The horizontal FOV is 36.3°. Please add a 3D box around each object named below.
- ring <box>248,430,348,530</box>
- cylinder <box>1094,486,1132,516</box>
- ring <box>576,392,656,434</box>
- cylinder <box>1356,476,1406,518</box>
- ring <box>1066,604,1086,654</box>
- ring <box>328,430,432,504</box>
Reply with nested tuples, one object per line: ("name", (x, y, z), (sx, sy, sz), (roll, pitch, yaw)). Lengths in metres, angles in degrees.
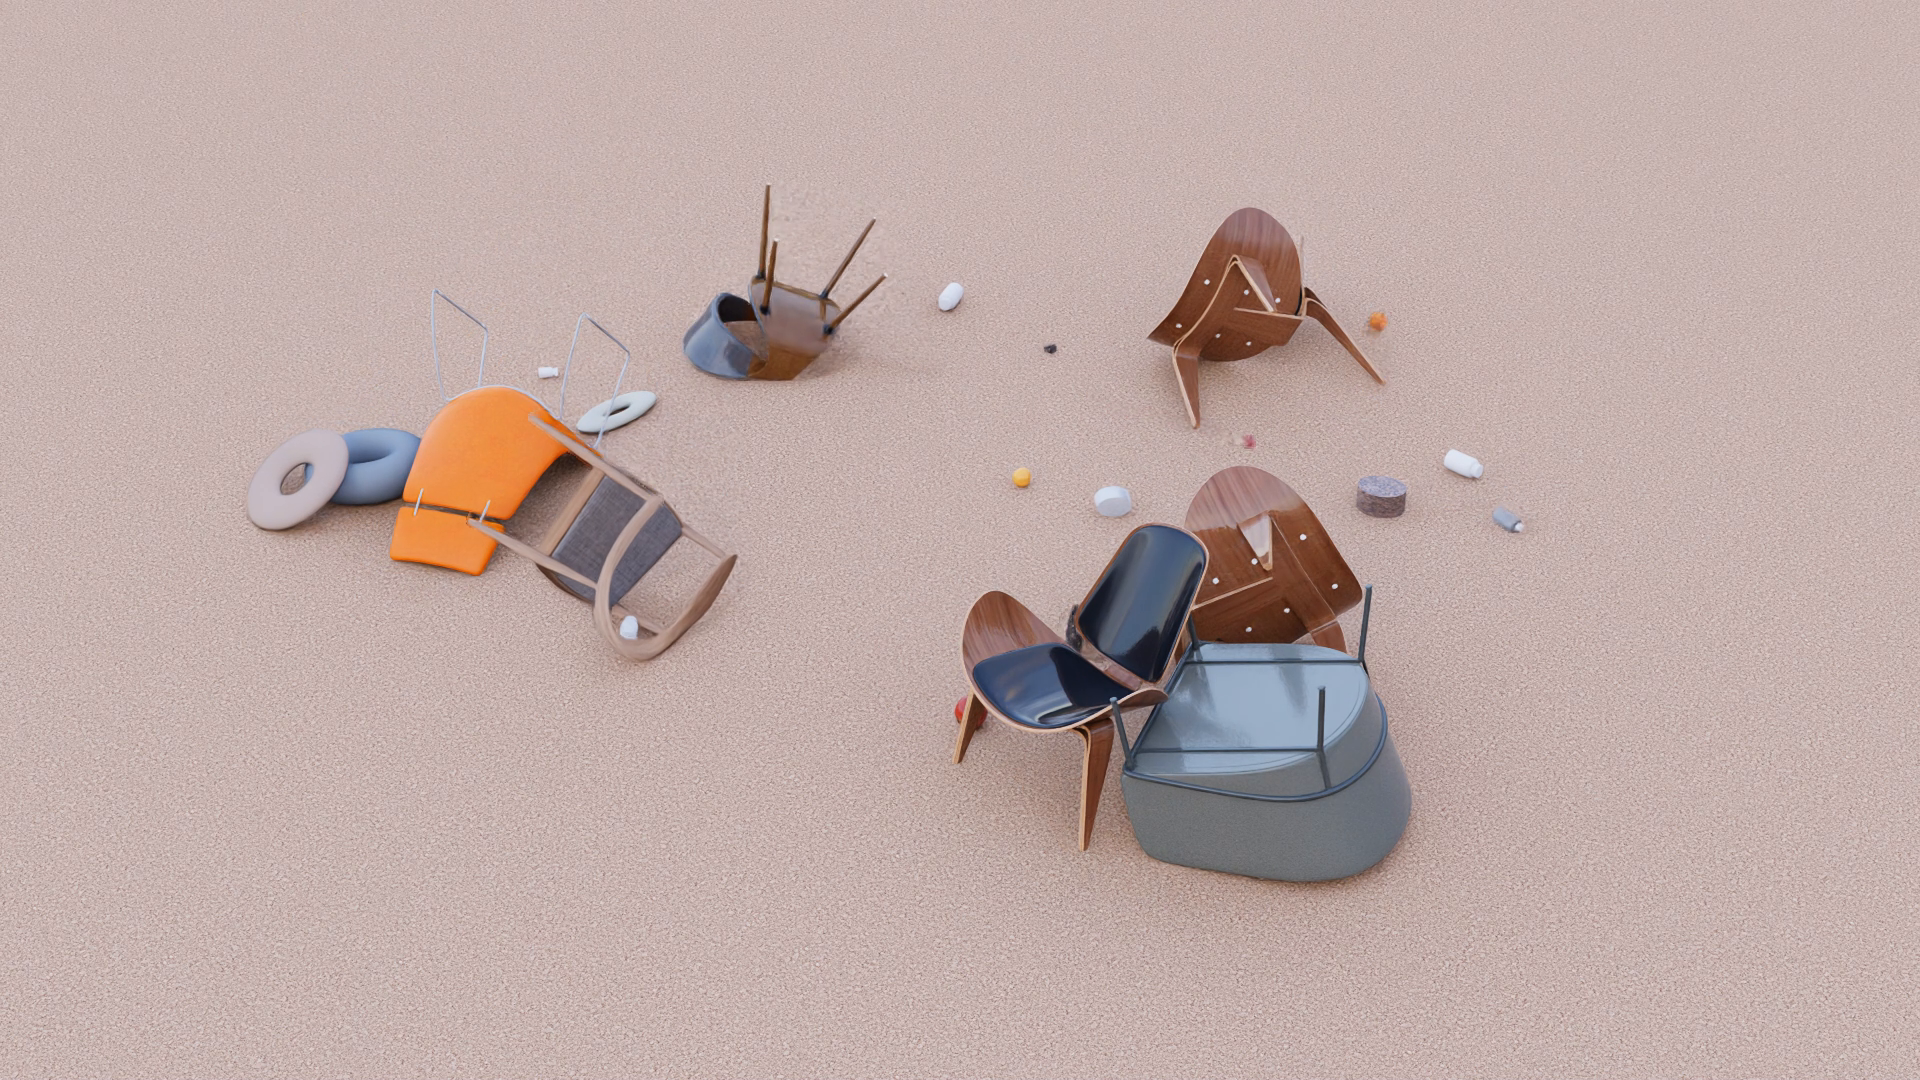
("ring", (-2.502, -0.230, 11.074), (0.436, 0.066, 0.466), (9, 60, 34))
("cylinder", (0.579, -0.145, 11.087), (0.133, 0.086, 0.078), (-4, 34, -3))
("ring", (-1.366, -0.510, 11.675), (0.168, 0.048, 0.387), (28, 43, 37))
("cylinder", (1.596, -0.163, 11.106), (0.186, 0.094, 0.148), (11, 35, 16))
("ring", (0.408, 0.315, 10.312), (0.043, 0.182, 0.180), (8, 63, -7))
("ring", (-2.264, -0.282, 11.222), (0.484, 0.165, 0.405), (-8, 31, -6))
